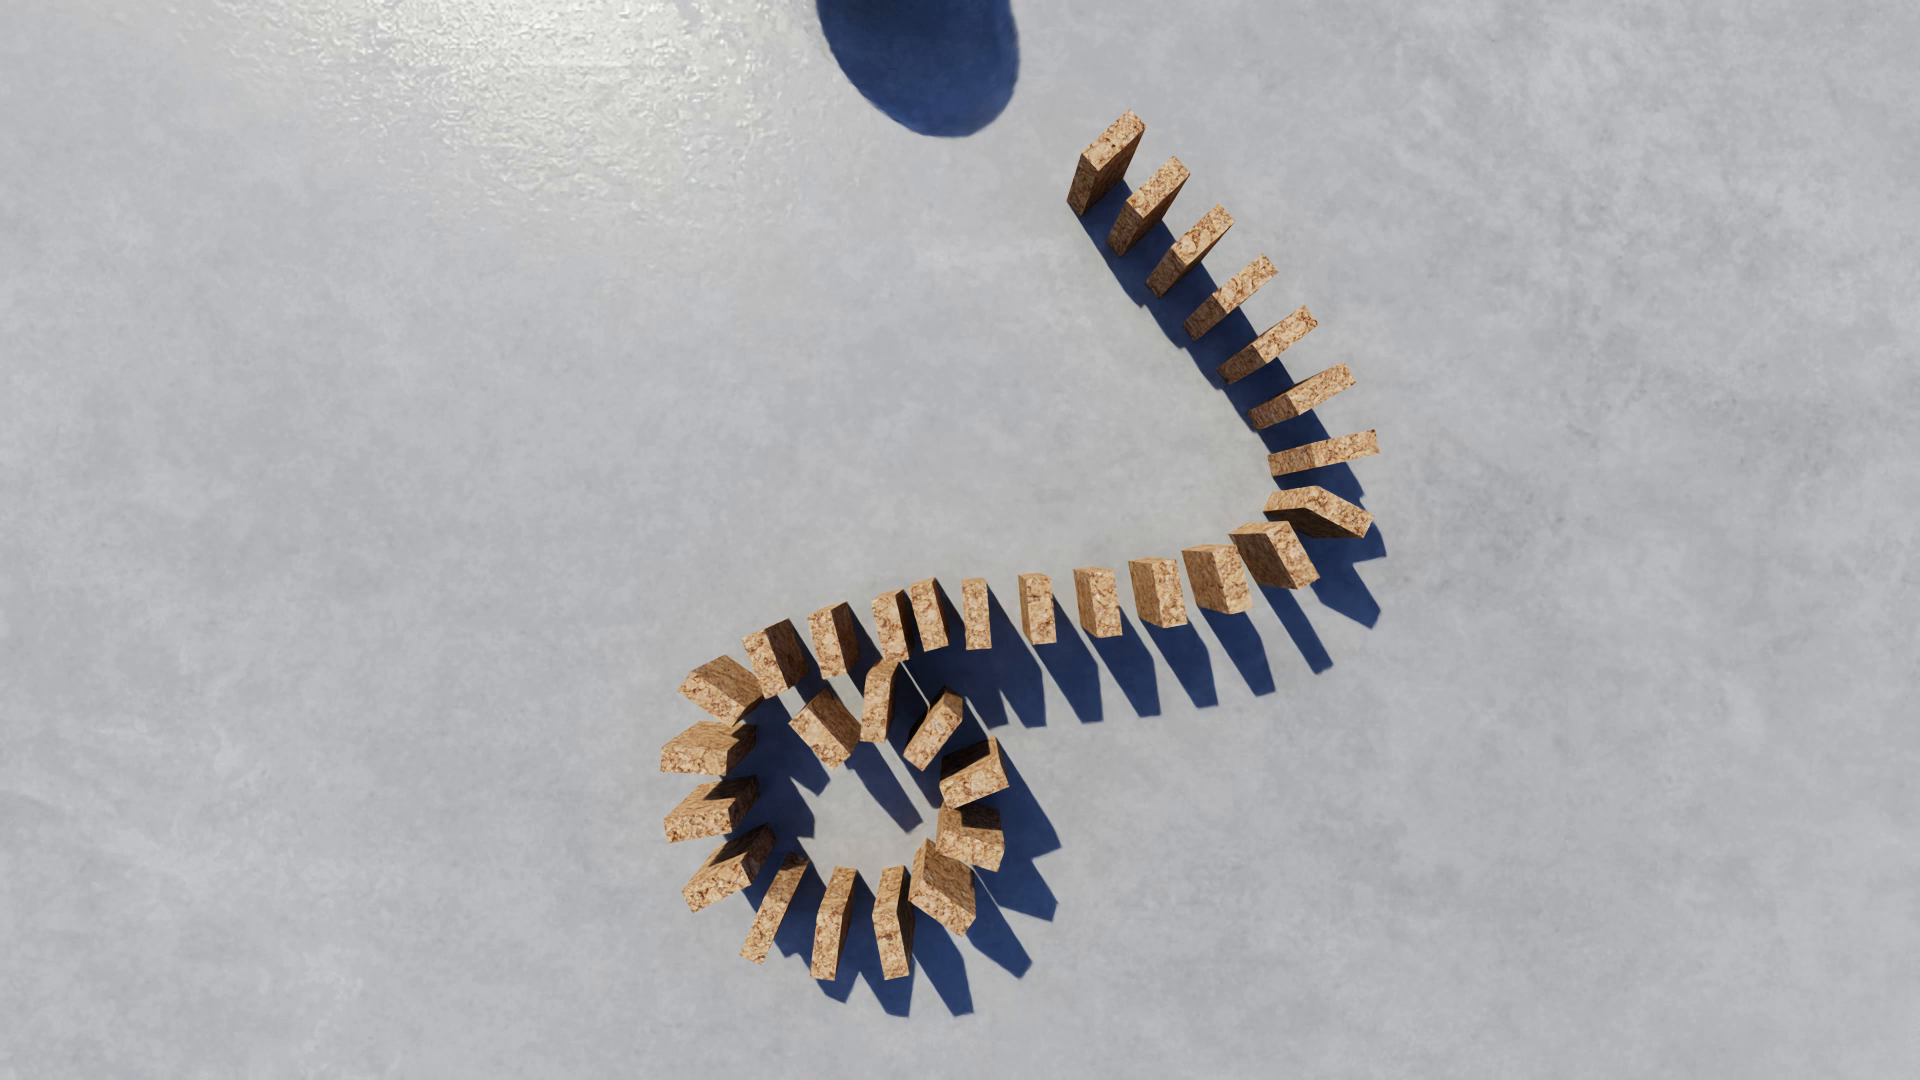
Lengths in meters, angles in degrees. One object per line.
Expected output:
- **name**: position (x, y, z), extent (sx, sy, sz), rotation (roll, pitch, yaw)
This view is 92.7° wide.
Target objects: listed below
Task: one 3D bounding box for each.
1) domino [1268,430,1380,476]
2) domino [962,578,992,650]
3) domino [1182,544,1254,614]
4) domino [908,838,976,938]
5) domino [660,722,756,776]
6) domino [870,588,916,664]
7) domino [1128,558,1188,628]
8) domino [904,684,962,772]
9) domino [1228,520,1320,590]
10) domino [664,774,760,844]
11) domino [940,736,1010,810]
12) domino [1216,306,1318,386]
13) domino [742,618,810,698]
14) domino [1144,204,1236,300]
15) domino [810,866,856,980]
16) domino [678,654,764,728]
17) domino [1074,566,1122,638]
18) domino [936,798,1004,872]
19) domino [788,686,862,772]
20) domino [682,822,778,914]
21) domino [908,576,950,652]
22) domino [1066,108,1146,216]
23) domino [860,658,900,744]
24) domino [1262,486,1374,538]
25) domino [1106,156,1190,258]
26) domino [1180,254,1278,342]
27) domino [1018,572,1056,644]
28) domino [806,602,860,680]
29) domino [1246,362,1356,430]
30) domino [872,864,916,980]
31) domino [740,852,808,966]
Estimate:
- **domino**: position (0.147, -0.035, 0.375), extent (0.025, 0.050, 0.009), rotation (-13, 90, 0)
- **domino**: position (0.006, 0.029, 0.375), extent (0.009, 0.050, 0.025), rotation (-4, 90, 0)
- **domino**: position (0.104, 0.015, 0.375), extent (0.010, 0.050, 0.025), rotation (-16, 90, 0)
- **domino**: position (-0.007, 0.141, 0.375), extent (0.025, 0.050, 0.010), rotation (35, 90, 0)
- **domino**: position (-0.102, 0.085, 0.375), extent (0.025, 0.050, 0.010), rotation (4, 90, 0)
- **domino**: position (-0.027, 0.034, 0.375), extent (0.010, 0.050, 0.025), rotation (-13, 90, 0)
- **domino**: position (0.080, 0.021, 0.375), extent (0.009, 0.050, 0.025), rotation (-10, 90, 0)
- **domino**: position (-0.010, 0.076, 0.375), extent (0.010, 0.050, 0.025), rotation (38, 90, 0)
- **domino**: position (0.127, 0.006, 0.375), extent (0.009, 0.050, 0.025), rotation (-30, 90, 0)
- **domino**: position (-0.100, 0.109, 0.375), extent (0.025, 0.050, 0.009), rotation (-10, 90, 0)
- **domino**: position (0.005, 0.094, 0.375), extent (0.025, 0.050, 0.009), rotation (-22, 90, 0)
- **domino**: position (0.124, -0.079, 0.375), extent (0.025, 0.050, 0.009), rotation (-37, 90, 0)
- **domino**: position (-0.075, 0.047, 0.375), extent (0.010, 0.050, 0.025), rotation (-22, 90, 0)
- **domino**: position (0.093, -0.117, 0.375), extent (0.025, 0.050, 0.010), rotation (-42, 90, 0)
- **domino**: position (-0.051, 0.155, 0.375), extent (0.010, 0.050, 0.025), rotation (7, 90, 0)
- **domino**: position (-0.095, 0.061, 0.375), extent (0.025, 0.050, 0.010), rotation (35, 90, 0)
- **domino**: position (0.056, 0.024, 0.375), extent (0.010, 0.050, 0.025), rotation (-8, 90, 0)
- **domino**: position (0.004, 0.119, 0.375), extent (0.025, 0.050, 0.010), rotation (17, 90, 0)
- **domino**: position (-0.054, 0.076, 0.375), extent (0.009, 0.050, 0.025), rotation (-42, 90, 0)
- **domino**: position (-0.093, 0.133, 0.375), extent (0.025, 0.050, 0.010), rotation (-26, 90, 0)
- **domino**: position (-0.012, 0.029, 0.375), extent (0.009, 0.050, 0.025), rotation (-15, 90, 0)
- **domino**: position (0.059, -0.153, 0.375), extent (0.025, 0.050, 0.010), rotation (-43, 90, 0)
- **domino**: position (-0.032, 0.065, 0.375), extent (0.009, 0.050, 0.025), rotation (5, 90, 0)
- **domino**: position (0.145, -0.011, 0.375), extent (0.025, 0.050, 0.009), rotation (28, 90, 0)
- **domino**: position (0.076, -0.135, 0.375), extent (0.025, 0.050, 0.009), rotation (-43, 90, 0)
- **domino**: position (0.109, -0.098, 0.375), extent (0.025, 0.050, 0.010), rotation (-39, 90, 0)
- **domino**: position (0.031, 0.027, 0.375), extent (0.010, 0.050, 0.025), rotation (-5, 90, 0)
- **domino**: position (-0.051, 0.040, 0.375), extent (0.009, 0.050, 0.025), rotation (-14, 90, 0)
- **domino**: position (0.138, -0.058, 0.375), extent (0.025, 0.050, 0.009), rotation (-29, 90, 0)
- **domino**: position (-0.027, 0.155, 0.375), extent (0.009, 0.050, 0.025), rotation (-11, 90, 0)
- **domino**: position (-0.075, 0.149, 0.375), extent (0.010, 0.050, 0.025), rotation (24, 90, 0)
